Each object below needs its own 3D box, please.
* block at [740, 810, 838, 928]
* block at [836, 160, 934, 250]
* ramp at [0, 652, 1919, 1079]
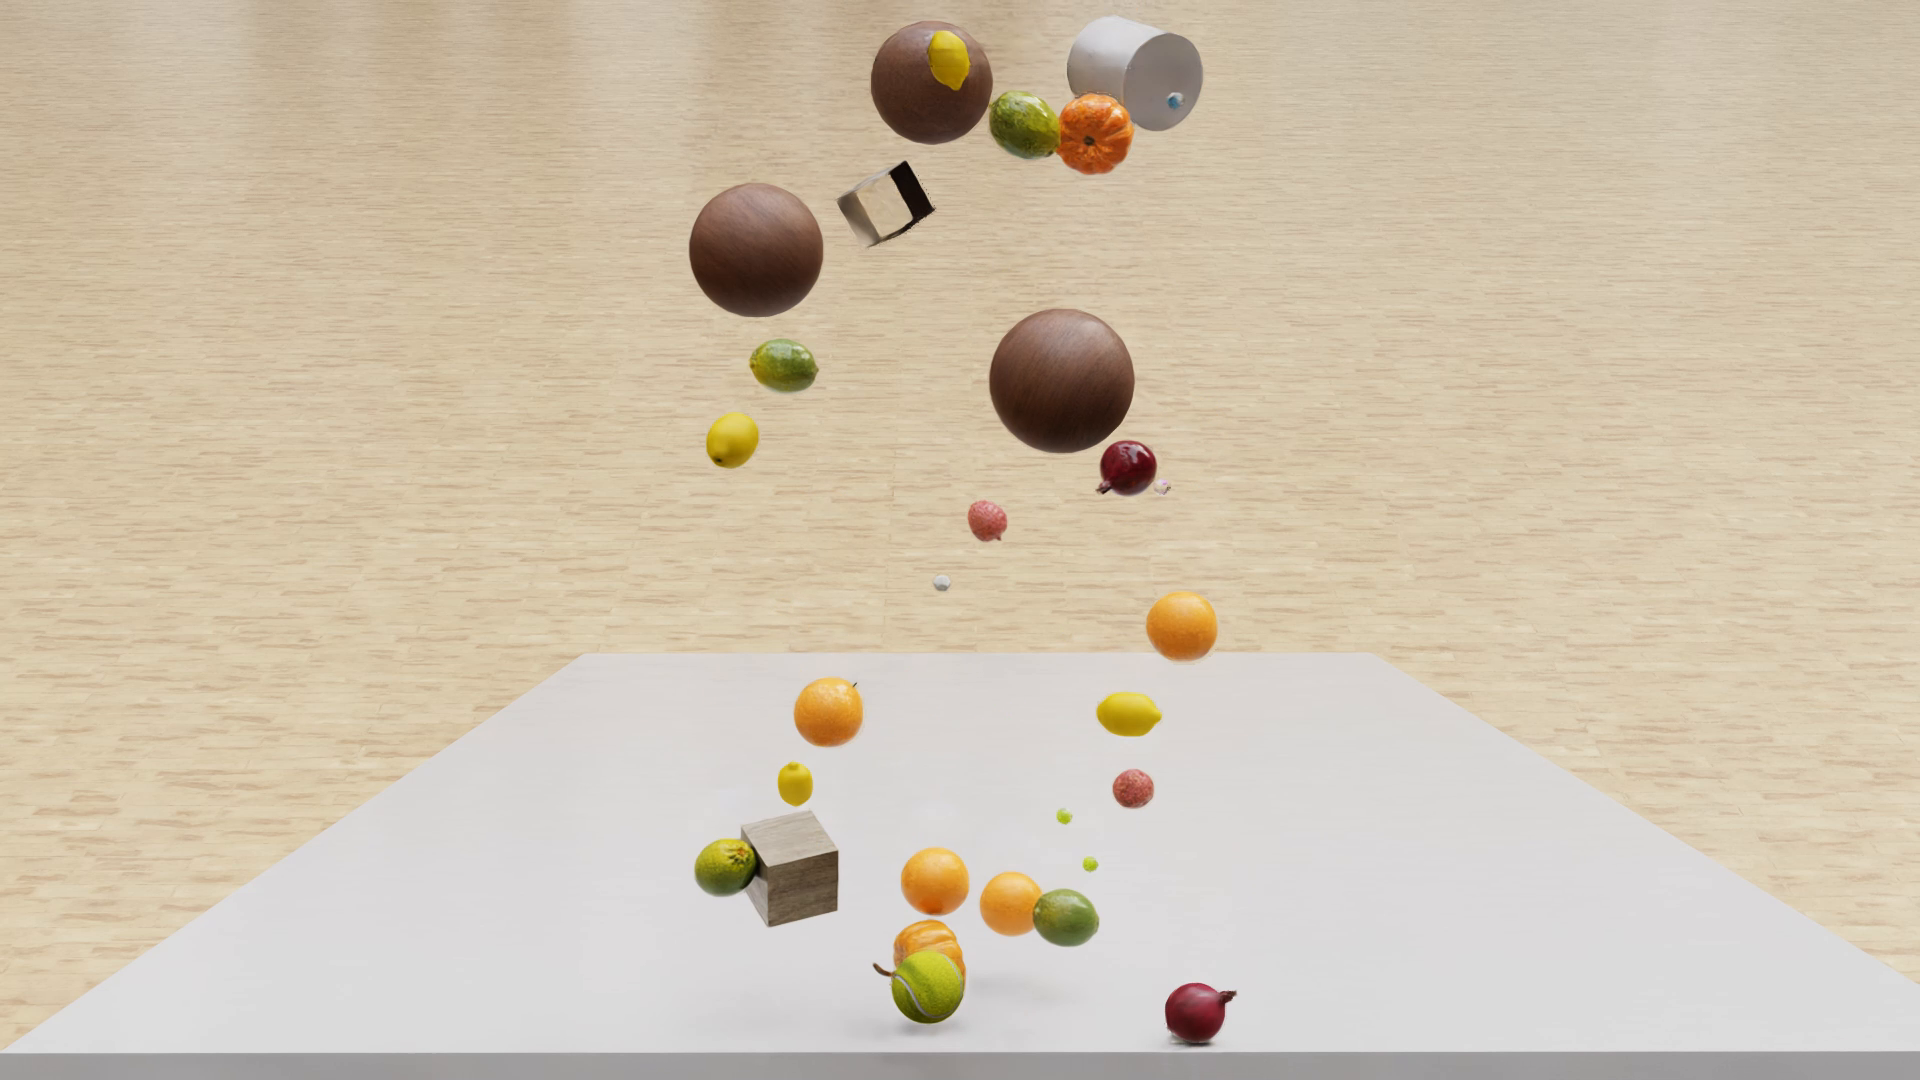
[{"bbox_3d":[-0.177,0.341,2.670,0.078,0.078,0.078,-11,32,-22],"label":"block"},{"bbox_3d":[-0.079,-0.351,2.694,0.061,0.061,0.061,-16,19,44],"label":"block"},{"bbox_3d":[0.049,0.446,4.532,2.000,0.100,4.000,0,3,0],"label":"ramp"}]
